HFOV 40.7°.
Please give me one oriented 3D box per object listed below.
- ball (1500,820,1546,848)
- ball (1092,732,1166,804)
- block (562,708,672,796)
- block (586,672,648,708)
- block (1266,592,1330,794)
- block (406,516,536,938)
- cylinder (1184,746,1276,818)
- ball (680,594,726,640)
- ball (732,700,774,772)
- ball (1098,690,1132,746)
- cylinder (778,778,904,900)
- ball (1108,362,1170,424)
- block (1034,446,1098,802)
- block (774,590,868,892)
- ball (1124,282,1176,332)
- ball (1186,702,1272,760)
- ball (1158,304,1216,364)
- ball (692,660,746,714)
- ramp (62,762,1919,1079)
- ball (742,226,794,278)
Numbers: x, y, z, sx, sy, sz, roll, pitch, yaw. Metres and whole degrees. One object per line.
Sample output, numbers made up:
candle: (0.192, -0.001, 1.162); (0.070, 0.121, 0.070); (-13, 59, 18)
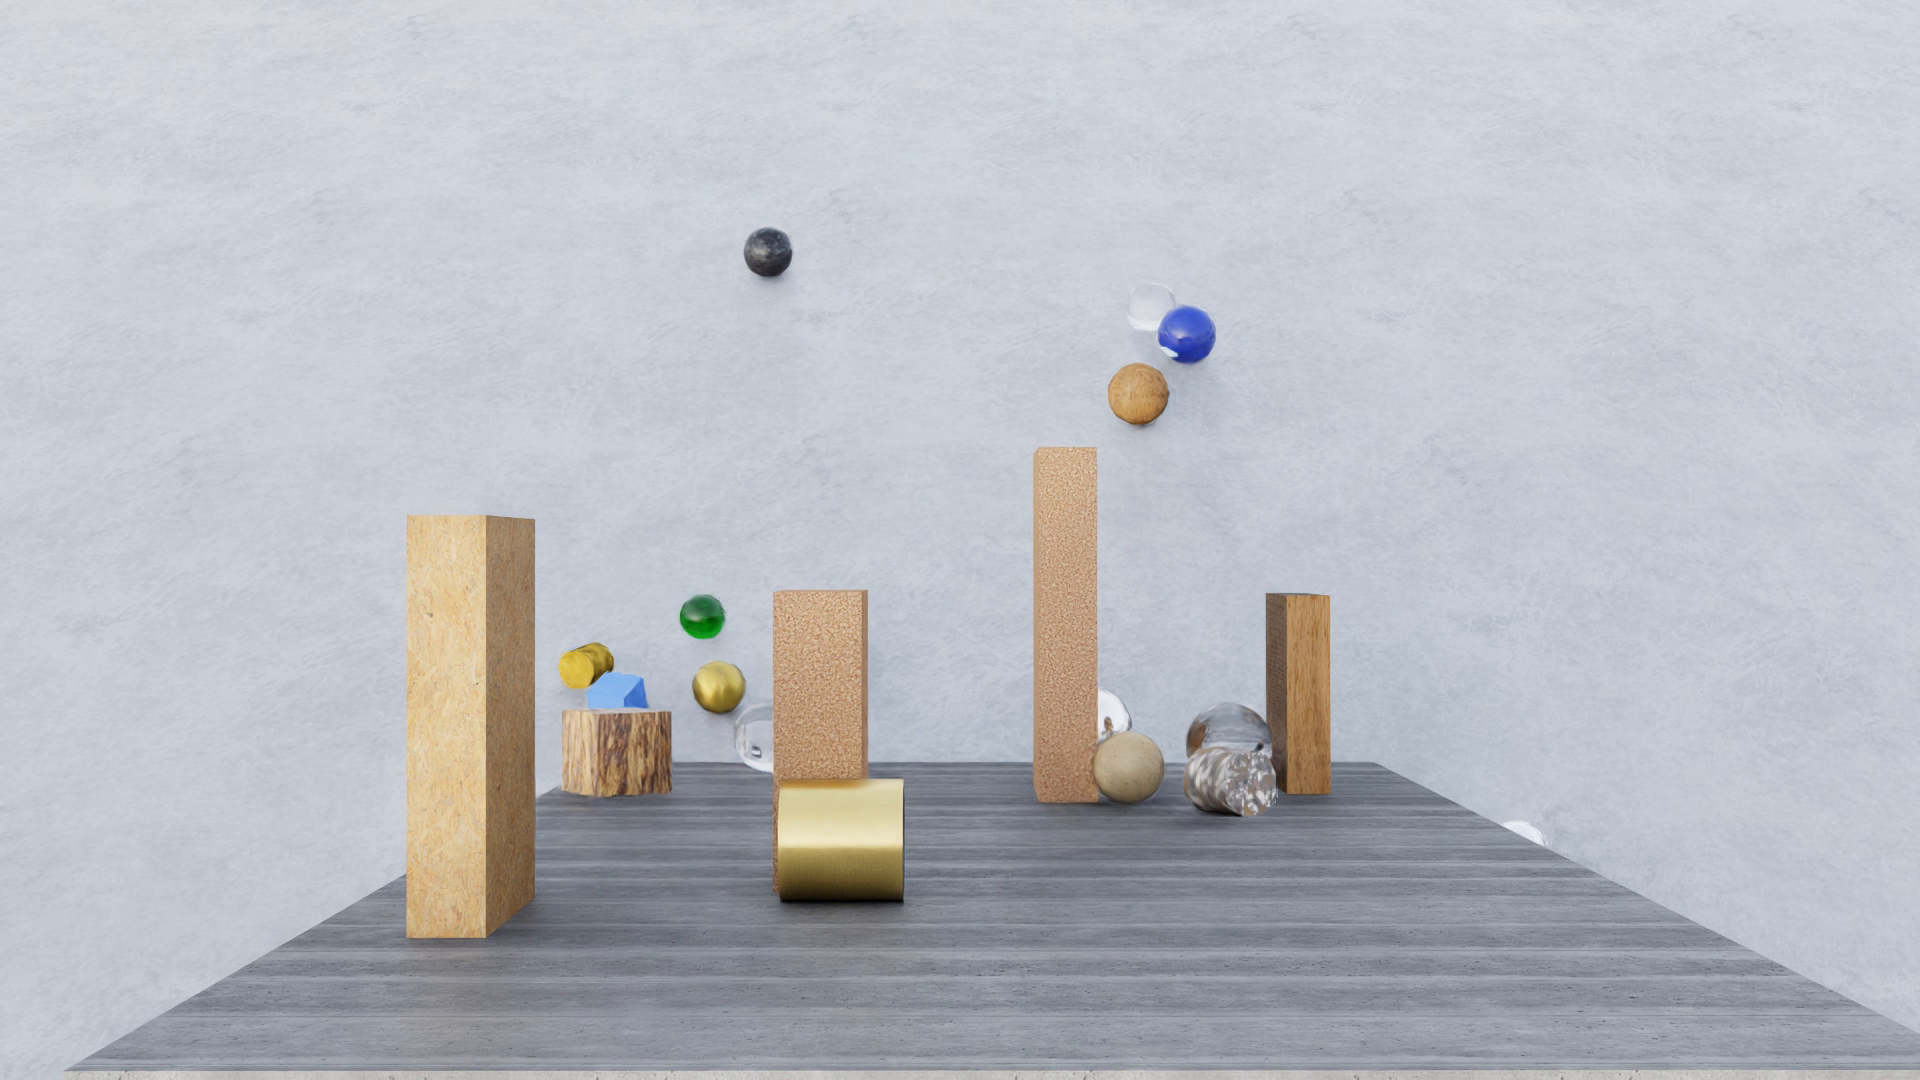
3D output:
ball: (1.291, 0.716, 6.001); (0.131, 0.131, 0.131); (0, 31, 0)
ball: (0.361, 0.488, 5.547); (0.157, 0.157, 0.157); (0, 31, 0)
block: (-0.777, 0.478, 5.864); (0.182, 0.182, 0.182); (0, 0, -34)
block: (-0.921, 0.437, 6.960); (0.112, 0.112, 0.112); (7, 31, 20)
block: (0.780, 0.347, 5.991); (0.097, 0.443, 0.400); (0, 0, 0)
block: (-0.718, 0.262, 3.830); (0.111, 0.590, 0.422); (0, 0, 0)
cylinder: (0.555, 0.496, 5.324); (0.137, 0.137, 0.137); (-21, 11, -31)
ball: (-0.727, 0.217, 7.319); (0.130, 0.130, 0.130); (0, 31, 0)
ball: (-0.469, 0.482, 6.361); (0.178, 0.178, 0.178); (0, 31, 0)
ball: (0.339, 0.475, 6.566); (0.195, 0.195, 0.195); (0, 31, 0)
cylinder: (-0.181, 0.463, 4.010); (0.189, 0.189, 0.189); (0, 31, 0)
ball: (0.579, -0.475, 8.406); (0.200, 0.200, 0.200); (0, 31, 0)
block: (0.234, 0.184, 5.806); (0.126, 0.768, 0.423); (0, 0, 0)
block: (-0.226, 0.321, 4.245); (0.141, 0.476, 0.280); (0, 0, 0)
ball: (0.660, -0.807, 8.984); (0.177, 0.177, 0.177); (0, 31, 0)
ball: (0.612, 0.469, 5.889); (0.198, 0.198, 0.198); (0, 31, 0)
ball: (0.769, -0.698, 8.779); (0.199, 0.199, 0.199); (0, 31, 0)
ball: (-0.651, 0.397, 7.002); (0.146, 0.146, 0.146); (0, 31, 0)
ramp: (0.069, 0.612, 4.683); (2.000, 0.100, 4.000); (0, 0, 0)
ball: (-0.694, -1.043, 9.371); (0.184, 0.184, 0.184); (0, 31, 0)
